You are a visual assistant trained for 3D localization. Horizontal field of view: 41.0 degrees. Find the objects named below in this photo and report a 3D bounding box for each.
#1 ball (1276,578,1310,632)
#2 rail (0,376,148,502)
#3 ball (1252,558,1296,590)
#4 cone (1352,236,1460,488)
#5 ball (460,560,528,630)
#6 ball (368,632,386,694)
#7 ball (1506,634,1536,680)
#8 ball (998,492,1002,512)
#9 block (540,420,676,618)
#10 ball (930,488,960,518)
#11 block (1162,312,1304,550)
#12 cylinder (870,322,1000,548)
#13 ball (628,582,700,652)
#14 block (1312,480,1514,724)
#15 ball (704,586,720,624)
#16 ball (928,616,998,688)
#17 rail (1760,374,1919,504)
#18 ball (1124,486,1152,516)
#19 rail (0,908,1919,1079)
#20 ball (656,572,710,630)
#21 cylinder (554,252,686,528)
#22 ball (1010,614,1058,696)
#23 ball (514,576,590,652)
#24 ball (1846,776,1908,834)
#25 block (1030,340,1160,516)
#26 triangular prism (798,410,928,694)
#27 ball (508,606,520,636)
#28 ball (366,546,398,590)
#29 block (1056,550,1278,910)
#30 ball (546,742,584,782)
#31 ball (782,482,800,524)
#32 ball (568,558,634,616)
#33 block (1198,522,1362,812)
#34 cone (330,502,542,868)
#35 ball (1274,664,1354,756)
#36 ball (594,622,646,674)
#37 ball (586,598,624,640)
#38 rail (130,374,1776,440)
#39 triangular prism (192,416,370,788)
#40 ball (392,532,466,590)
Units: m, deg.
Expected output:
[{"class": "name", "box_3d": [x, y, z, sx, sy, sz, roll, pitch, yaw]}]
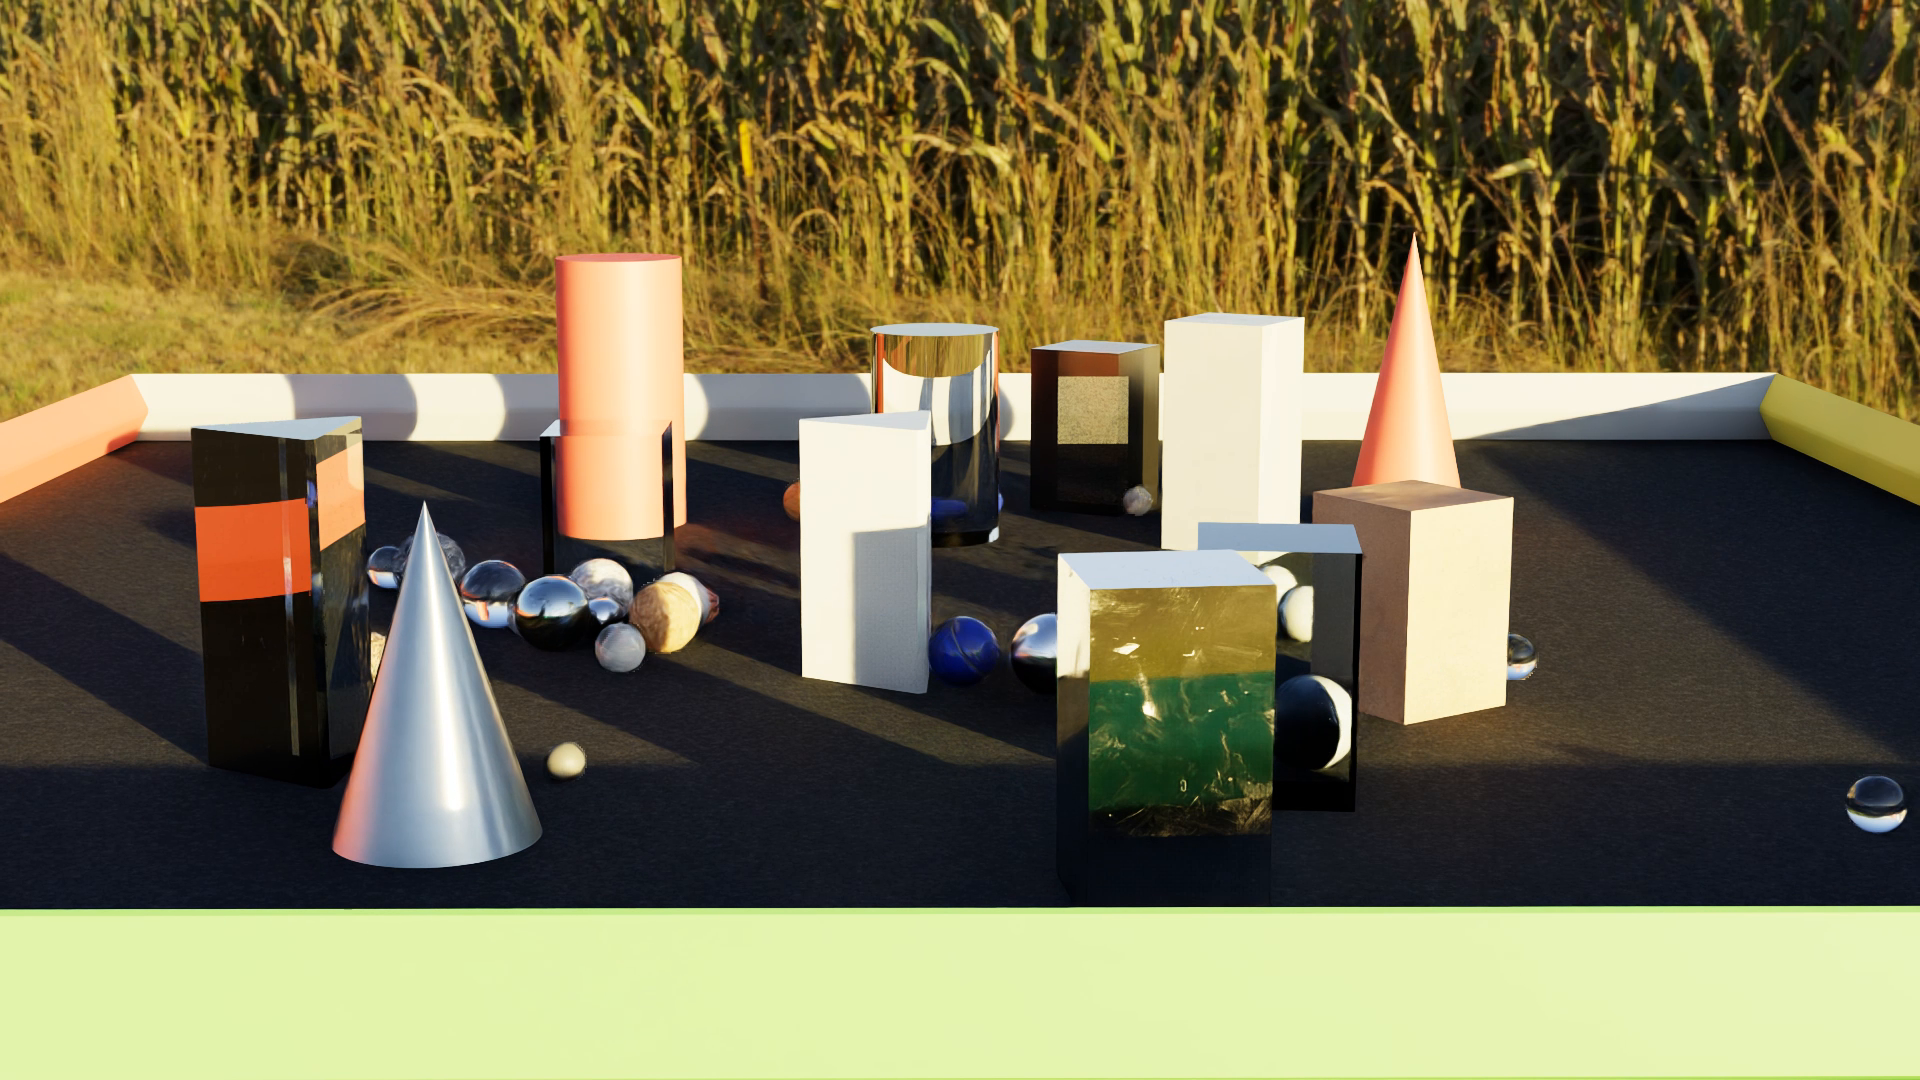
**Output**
[{"class": "ball", "box_3d": [0.445, 0.084, 3.336, 0.072, 0.072, 0.072, 0, 10, 0]}, {"class": "rail", "box_3d": [-1.593, 0.035, 3.440, 0.045, 0.130, 3.254, 0, 10, 0]}, {"class": "ball", "box_3d": [0.423, 0.058, 3.488, 0.069, 0.069, 0.069, 0, 10, 0]}, {"class": "cone", "box_3d": [0.711, -0.252, 4.058, 0.200, 0.470, 0.200, 0, 10, 0]}, {"class": "ball", "box_3d": [-0.609, 0.071, 3.357, 0.091, 0.091, 0.091, 0, 10, 0]}, {"class": "ball", "box_3d": [-0.687, 0.147, 2.977, 0.080, 0.080, 0.080, 0, 10, 0]}, {"class": "ball", "box_3d": [0.663, 0.141, 3.079, 0.055, 0.055, 0.055, 0, 10, 0]}, {"class": "ball", "box_3d": [0.043, -0.062, 4.182, 0.052, 0.052, 0.052, 0, 10, 0]}, {"class": "block", "box_3d": [-0.475, -0.031, 3.482, 0.160, 0.246, 0.160, 0, 10, -1]}, {"class": "ball", "box_3d": [-0.025, -0.059, 4.178, 0.049, 0.049, 0.049, 0, 10, 0]}, {"class": "block", "box_3d": [0.417, -0.164, 3.920, 0.160, 0.348, 0.160, 6, 12, 29]}, {"class": "cylinder", "box_3d": [-0.039, -0.166, 3.995, 0.200, 0.325, 0.200, 0, 10, 0]}, {"class": "ball", "box_3d": [-0.372, 0.097, 3.223, 0.089, 0.089, 0.089, 0, 10, 0]}, {"class": "block", "box_3d": [0.518, 0.067, 2.959, 0.160, 0.243, 0.160, -7, 13, -34]}, {"class": "ball", "box_3d": [-0.342, 0.086, 3.390, 0.049, 0.049, 0.049, 0, 10, 0]}, {"class": "ball", "box_3d": [0.004, 0.133, 3.042, 0.085, 0.085, 0.085, 0, 10, 0]}, {"class": "rail", "box_3d": [1.593, 0.032, 3.458, 0.045, 0.130, 3.254, 0, 10, 0]}, {"class": "ball", "box_3d": [0.291, -0.064, 4.205, 0.047, 0.047, 0.047, 0, 10, 0]}, {"class": "rail", "box_3d": [0.009, 0.325, 1.872, 3.234, 0.130, 0.045, 0, 10, 0]}, {"class": "ball", "box_3d": [-0.364, 0.084, 3.310, 0.083, 0.083, 0.083, 0, 10, 0]}, {"class": "cylinder", "box_3d": [-0.542, -0.239, 4.111, 0.200, 0.426, 0.200, 0, 10, 0]}, {"class": "ball", "box_3d": [0.107, 0.134, 3.004, 0.096, 0.096, 0.096, 0, 10, 0]}, {"class": "ball", "box_3d": [-0.513, 0.093, 3.229, 0.095, 0.095, 0.095, 0, 10, 0]}, {"class": "ball", "box_3d": [0.881, 0.254, 2.465, 0.056, 0.056, 0.056, 0, 10, 0]}, {"class": "block", "box_3d": [0.225, -0.189, 4.278, 0.160, 0.268, 0.160, 6, 12, 29]}, {"class": "triangular prism", "box_3d": [-0.079, 0.007, 3.094, 0.173, 0.312, 0.150, 6, 12, 31]}, {"class": "ball", "box_3d": [-0.562, 0.102, 3.315, 0.045, 0.045, 0.045, 0, 10, 0]}, {"class": "ball", "box_3d": [-0.804, 0.039, 3.613, 0.061, 0.061, 0.061, 0, 10, 0]}, {"class": "block", "box_3d": [0.177, 0.171, 2.254, 0.160, 0.296, 0.160, -1, 11, -7]}, {"class": "ball", "box_3d": [-0.407, 0.229, 2.642, 0.040, 0.040, 0.040, 0, 10, 0]}, {"class": "ball", "box_3d": [-0.250, -0.061, 4.128, 0.070, 0.070, 0.070, 0, 10, 0]}, {"class": "ball", "box_3d": [-0.473, 0.069, 3.372, 0.089, 0.089, 0.089, 0, 10, 0]}, {"class": "block", "box_3d": [0.319, 0.125, 2.599, 0.160, 0.260, 0.160, 1, 11, 5]}, {"class": "cone", "box_3d": [-0.501, 0.123, 2.428, 0.200, 0.327, 0.200, 0, 10, 0]}, {"class": "ball", "box_3d": [0.371, 0.181, 2.736, 0.100, 0.100, 0.100, 0, 10, 0]}, {"class": "ball", "box_3d": [-0.412, 0.131, 3.114, 0.061, 0.061, 0.061, 0, 10, 0]}, {"class": "ball", "box_3d": [-0.458, 0.102, 3.287, 0.056, 0.056, 0.056, 0, 10, 0]}, {"class": "rail", "box_3d": [-0.009, -0.258, 5.025, 3.234, 0.130, 0.045, 0, 10, 0]}, {"class": "triangular prism", "box_3d": [-0.679, 0.057, 2.693, 0.173, 0.360, 0.150, 7, 12, 32]}, {"class": "ball", "box_3d": [-0.726, 0.038, 3.511, 0.099, 0.099, 0.099, 0, 10, 0]}]
